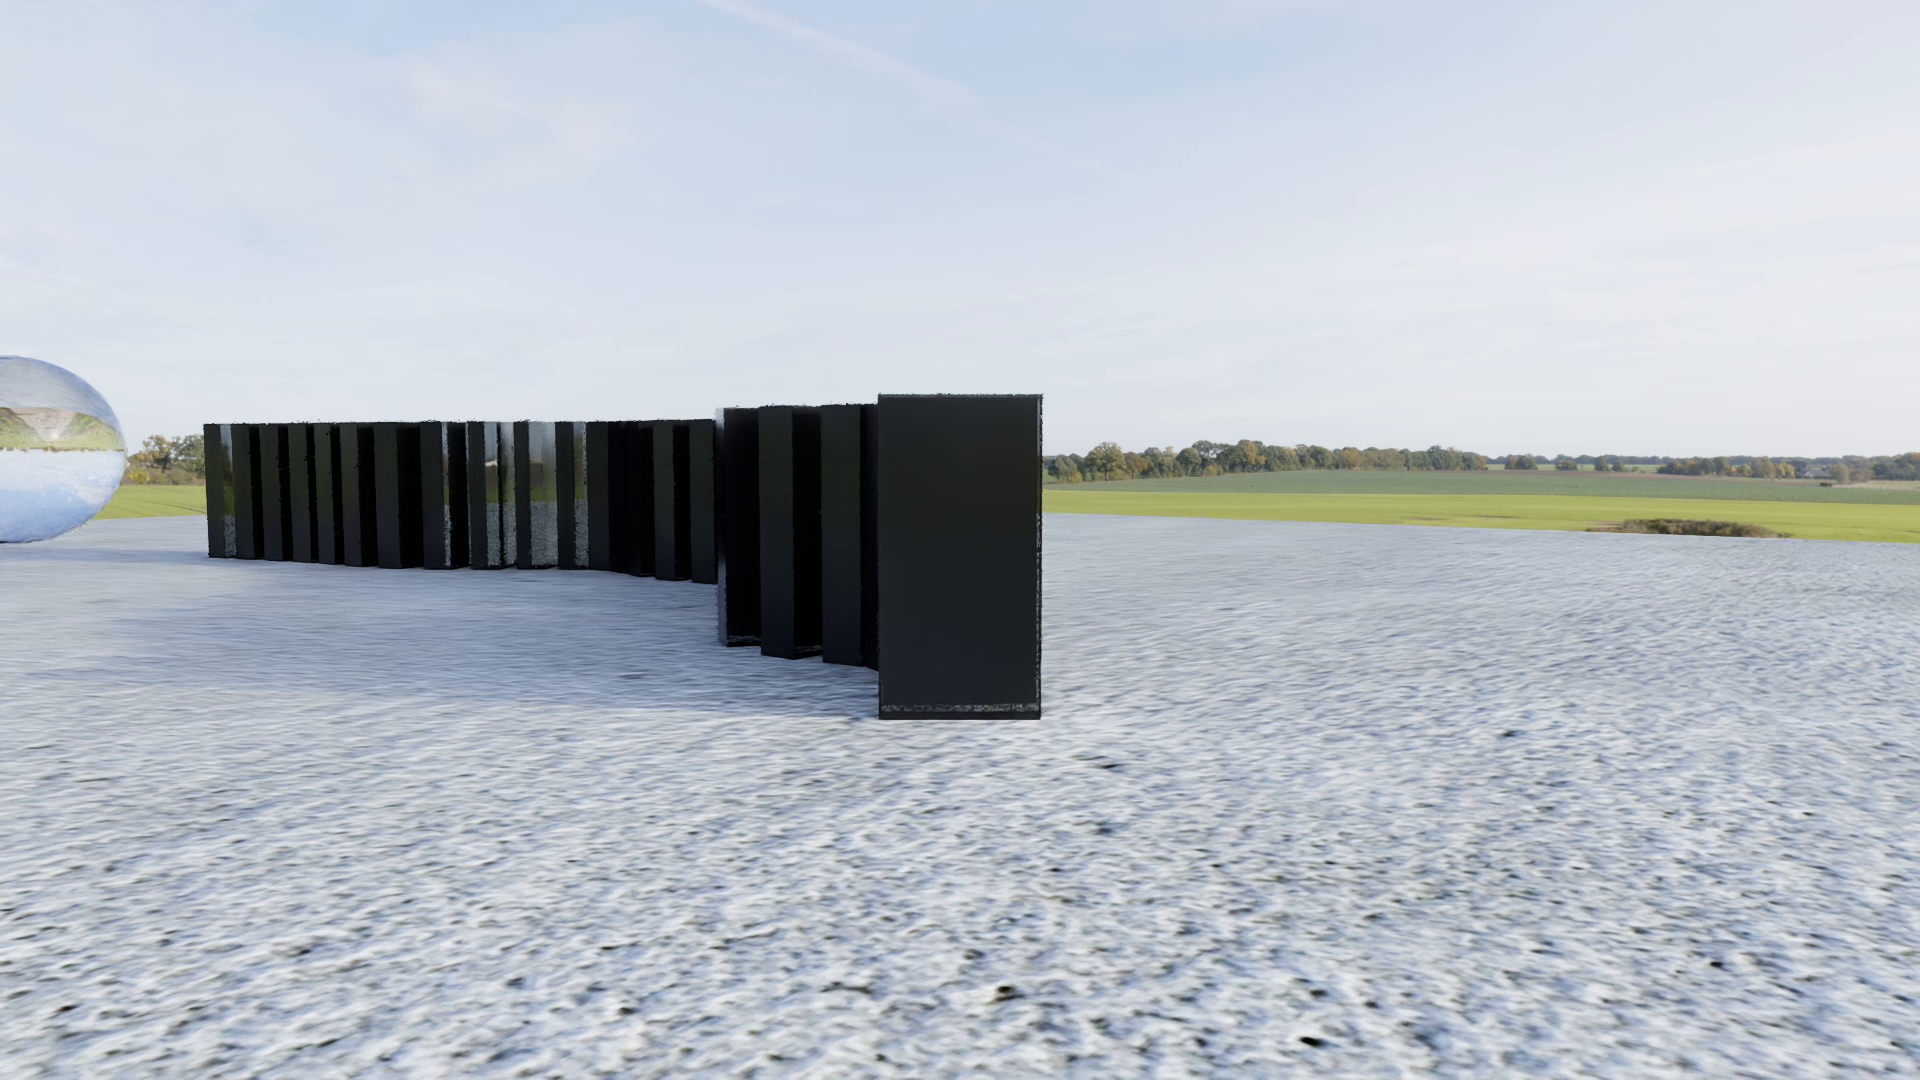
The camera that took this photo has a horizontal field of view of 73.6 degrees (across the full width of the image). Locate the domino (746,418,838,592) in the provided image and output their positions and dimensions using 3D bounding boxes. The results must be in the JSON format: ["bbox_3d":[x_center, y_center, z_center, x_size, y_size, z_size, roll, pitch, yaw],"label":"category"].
[{"bbox_3d":[-0.049,-0.011,0.379,0.025,0.050,0.009,-2,5,-29],"label":"domino"}]

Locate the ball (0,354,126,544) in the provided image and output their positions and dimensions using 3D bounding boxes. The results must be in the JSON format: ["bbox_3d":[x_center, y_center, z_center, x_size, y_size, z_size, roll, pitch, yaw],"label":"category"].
[{"bbox_3d":[-0.403,-0.038,0.547,0.080,0.080,0.080,0,4,0],"label":"ball"}]

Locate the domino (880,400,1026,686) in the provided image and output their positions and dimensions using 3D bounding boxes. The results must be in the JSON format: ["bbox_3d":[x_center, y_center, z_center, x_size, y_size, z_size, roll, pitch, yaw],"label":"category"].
[{"bbox_3d":[-0.001,0.000,0.231,0.025,0.050,0.009,-1,4,-8],"label":"domino"}]

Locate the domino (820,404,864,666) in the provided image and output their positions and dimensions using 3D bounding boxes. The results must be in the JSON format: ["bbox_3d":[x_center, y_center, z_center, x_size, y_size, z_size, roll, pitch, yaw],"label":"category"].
[{"bbox_3d":[-0.016,-0.002,0.256,0.009,0.050,0.025,3,5,33],"label":"domino"}]

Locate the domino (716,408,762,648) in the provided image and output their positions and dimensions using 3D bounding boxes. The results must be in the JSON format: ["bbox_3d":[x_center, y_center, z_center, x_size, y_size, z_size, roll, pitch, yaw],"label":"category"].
[{"bbox_3d":[-0.039,-0.003,0.275,0.025,0.050,0.009,-2,5,-21],"label":"domino"}]

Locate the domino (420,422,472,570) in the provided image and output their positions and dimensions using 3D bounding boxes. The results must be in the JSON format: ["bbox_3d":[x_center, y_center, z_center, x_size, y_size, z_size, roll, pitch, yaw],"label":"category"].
[{"bbox_3d":[-0.176,-0.016,0.444,0.009,0.050,0.025,0,4,4],"label":"domino"}]

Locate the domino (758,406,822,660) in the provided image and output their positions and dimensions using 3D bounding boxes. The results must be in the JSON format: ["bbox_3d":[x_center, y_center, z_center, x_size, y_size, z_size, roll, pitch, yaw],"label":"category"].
[{"bbox_3d":[-0.029,-0.002,0.264,0.009,0.050,0.025,3,5,38],"label":"domino"}]

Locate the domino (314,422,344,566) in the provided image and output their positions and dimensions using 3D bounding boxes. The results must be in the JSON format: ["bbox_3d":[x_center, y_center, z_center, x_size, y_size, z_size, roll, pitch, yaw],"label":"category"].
[{"bbox_3d":[-0.217,-0.017,0.462,0.009,0.050,0.025,3,5,32],"label":"domino"}]

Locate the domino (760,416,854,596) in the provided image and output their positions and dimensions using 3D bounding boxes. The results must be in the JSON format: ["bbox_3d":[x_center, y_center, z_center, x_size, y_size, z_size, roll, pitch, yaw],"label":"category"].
[{"bbox_3d":[-0.044,-0.010,0.365,0.025,0.050,0.009,-1,4,-17],"label":"domino"}]

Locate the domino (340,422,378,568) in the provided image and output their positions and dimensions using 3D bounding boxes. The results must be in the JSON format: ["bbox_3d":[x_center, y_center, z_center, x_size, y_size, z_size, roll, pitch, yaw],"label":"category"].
[{"bbox_3d":[-0.204,-0.016,0.454,0.009,0.050,0.025,3,5,30],"label":"domino"}]

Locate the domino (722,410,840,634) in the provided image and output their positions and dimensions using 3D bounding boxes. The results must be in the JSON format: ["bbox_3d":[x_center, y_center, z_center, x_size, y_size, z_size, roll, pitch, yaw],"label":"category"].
[{"bbox_3d":[-0.040,-0.004,0.290,0.025,0.050,0.009,0,4,1],"label":"domino"}]

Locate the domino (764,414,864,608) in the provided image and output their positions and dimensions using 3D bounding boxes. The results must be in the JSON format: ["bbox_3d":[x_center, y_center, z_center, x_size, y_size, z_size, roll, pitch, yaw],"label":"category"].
[{"bbox_3d":[-0.038,-0.008,0.336,0.025,0.050,0.009,-1,4,-7],"label":"domino"}]

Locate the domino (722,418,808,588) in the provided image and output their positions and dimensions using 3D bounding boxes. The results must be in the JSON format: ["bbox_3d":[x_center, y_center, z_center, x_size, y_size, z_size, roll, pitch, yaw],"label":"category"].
[{"bbox_3d":[-0.059,-0.012,0.391,0.009,0.050,0.025,4,6,40],"label":"domino"}]

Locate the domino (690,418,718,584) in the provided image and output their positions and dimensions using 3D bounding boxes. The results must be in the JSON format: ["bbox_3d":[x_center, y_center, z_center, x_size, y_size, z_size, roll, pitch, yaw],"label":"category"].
[{"bbox_3d":[-0.072,-0.012,0.399,0.009,0.050,0.025,3,5,32],"label":"domino"}]

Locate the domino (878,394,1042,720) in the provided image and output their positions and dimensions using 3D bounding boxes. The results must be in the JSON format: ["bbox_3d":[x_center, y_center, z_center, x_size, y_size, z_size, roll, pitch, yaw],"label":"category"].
[{"bbox_3d":[0.000,0.002,0.201,0.025,0.050,0.009,0,4,0],"label":"domino"}]

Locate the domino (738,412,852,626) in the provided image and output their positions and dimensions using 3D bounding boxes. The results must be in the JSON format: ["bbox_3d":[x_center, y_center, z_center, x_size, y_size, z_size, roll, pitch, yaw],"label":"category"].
[{"bbox_3d":[-0.039,-0.005,0.305,0.025,0.050,0.009,0,4,6],"label":"domino"}]

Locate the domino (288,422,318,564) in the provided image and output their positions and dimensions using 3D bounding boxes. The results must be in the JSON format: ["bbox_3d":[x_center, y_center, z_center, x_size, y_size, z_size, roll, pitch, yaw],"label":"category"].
[{"bbox_3d":[-0.230,-0.018,0.469,0.009,0.050,0.025,2,5,25],"label":"domino"}]

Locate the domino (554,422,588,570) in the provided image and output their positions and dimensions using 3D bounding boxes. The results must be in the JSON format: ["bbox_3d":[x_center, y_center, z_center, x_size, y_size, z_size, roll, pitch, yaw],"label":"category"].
[{"bbox_3d":[-0.130,-0.016,0.444,0.009,0.050,0.025,0,4,5],"label":"domino"}]

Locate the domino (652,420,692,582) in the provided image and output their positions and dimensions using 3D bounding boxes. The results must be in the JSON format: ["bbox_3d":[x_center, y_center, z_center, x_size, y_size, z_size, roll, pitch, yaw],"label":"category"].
[{"bbox_3d":[-0.084,-0.013,0.408,0.010,0.050,0.025,3,5,38],"label":"domino"}]

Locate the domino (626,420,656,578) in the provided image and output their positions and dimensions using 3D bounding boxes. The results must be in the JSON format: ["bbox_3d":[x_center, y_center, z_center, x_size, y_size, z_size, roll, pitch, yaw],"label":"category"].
[{"bbox_3d":[-0.095,-0.014,0.419,0.025,0.050,0.010,-3,5,-37],"label":"domino"}]

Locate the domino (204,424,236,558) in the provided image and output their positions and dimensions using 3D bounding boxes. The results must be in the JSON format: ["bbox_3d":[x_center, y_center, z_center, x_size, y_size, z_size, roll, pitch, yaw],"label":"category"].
[{"bbox_3d":[-0.272,-0.019,0.488,0.009,0.050,0.025,2,5,25],"label":"domino"}]

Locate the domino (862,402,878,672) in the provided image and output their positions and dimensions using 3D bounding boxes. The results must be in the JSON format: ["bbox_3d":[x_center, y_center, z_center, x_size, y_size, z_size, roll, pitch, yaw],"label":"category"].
[{"bbox_3d":[-0.005,-0.001,0.246,0.025,0.050,0.010,-2,5,-28],"label":"domino"}]

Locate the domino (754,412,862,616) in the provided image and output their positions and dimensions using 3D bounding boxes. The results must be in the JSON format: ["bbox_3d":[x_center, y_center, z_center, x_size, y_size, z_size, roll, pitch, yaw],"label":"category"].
[{"bbox_3d":[-0.038,-0.006,0.320,0.025,0.050,0.009,0,4,4],"label":"domino"}]

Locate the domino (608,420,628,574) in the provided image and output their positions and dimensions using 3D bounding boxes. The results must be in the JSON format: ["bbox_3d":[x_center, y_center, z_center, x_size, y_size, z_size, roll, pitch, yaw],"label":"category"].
[{"bbox_3d":[-0.104,-0.015,0.431,0.025,0.050,0.010,-4,6,-40],"label":"domino"}]

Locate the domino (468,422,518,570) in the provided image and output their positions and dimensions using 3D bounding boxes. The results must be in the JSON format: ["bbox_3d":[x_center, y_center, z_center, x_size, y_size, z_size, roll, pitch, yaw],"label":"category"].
[{"bbox_3d":[-0.160,-0.016,0.444,0.009,0.050,0.025,0,4,-2],"label":"domino"}]

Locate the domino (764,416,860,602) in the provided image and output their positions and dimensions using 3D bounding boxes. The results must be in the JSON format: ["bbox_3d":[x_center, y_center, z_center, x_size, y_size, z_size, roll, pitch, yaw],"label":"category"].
[{"bbox_3d":[-0.040,-0.009,0.351,0.025,0.050,0.010,-1,4,-10],"label":"domino"}]

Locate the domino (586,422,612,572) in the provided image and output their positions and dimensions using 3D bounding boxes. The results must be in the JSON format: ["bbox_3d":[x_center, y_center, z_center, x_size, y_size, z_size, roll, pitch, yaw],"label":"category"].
[{"bbox_3d":[-0.115,-0.015,0.440,0.009,0.050,0.025,2,5,27],"label":"domino"}]

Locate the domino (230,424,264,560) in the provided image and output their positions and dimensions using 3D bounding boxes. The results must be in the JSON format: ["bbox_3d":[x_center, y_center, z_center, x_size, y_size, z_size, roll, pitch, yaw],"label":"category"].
[{"bbox_3d":[-0.258,-0.019,0.482,0.009,0.050,0.025,2,5,24],"label":"domino"}]

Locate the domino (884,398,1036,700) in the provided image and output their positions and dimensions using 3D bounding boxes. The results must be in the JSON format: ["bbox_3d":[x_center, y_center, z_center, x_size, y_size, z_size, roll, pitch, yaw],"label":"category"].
[{"bbox_3d":[0.000,0.001,0.216,0.025,0.050,0.010,0,4,-2],"label":"domino"}]

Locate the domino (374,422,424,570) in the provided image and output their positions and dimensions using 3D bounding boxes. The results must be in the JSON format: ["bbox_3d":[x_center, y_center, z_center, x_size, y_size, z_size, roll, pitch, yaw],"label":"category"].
[{"bbox_3d":[-0.190,-0.016,0.447,0.009,0.050,0.025,2,5,19],"label":"domino"}]

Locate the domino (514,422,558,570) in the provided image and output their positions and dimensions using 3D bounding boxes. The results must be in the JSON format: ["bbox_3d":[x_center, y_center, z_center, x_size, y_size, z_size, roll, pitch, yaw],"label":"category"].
[{"bbox_3d":[-0.145,-0.016,0.444,0.010,0.050,0.025,0,4,-1],"label":"domino"}]

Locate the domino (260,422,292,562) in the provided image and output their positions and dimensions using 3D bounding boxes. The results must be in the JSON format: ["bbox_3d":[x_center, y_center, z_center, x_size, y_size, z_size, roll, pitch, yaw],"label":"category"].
[{"bbox_3d":[-0.244,-0.018,0.475,0.009,0.050,0.025,2,5,25],"label":"domino"}]
